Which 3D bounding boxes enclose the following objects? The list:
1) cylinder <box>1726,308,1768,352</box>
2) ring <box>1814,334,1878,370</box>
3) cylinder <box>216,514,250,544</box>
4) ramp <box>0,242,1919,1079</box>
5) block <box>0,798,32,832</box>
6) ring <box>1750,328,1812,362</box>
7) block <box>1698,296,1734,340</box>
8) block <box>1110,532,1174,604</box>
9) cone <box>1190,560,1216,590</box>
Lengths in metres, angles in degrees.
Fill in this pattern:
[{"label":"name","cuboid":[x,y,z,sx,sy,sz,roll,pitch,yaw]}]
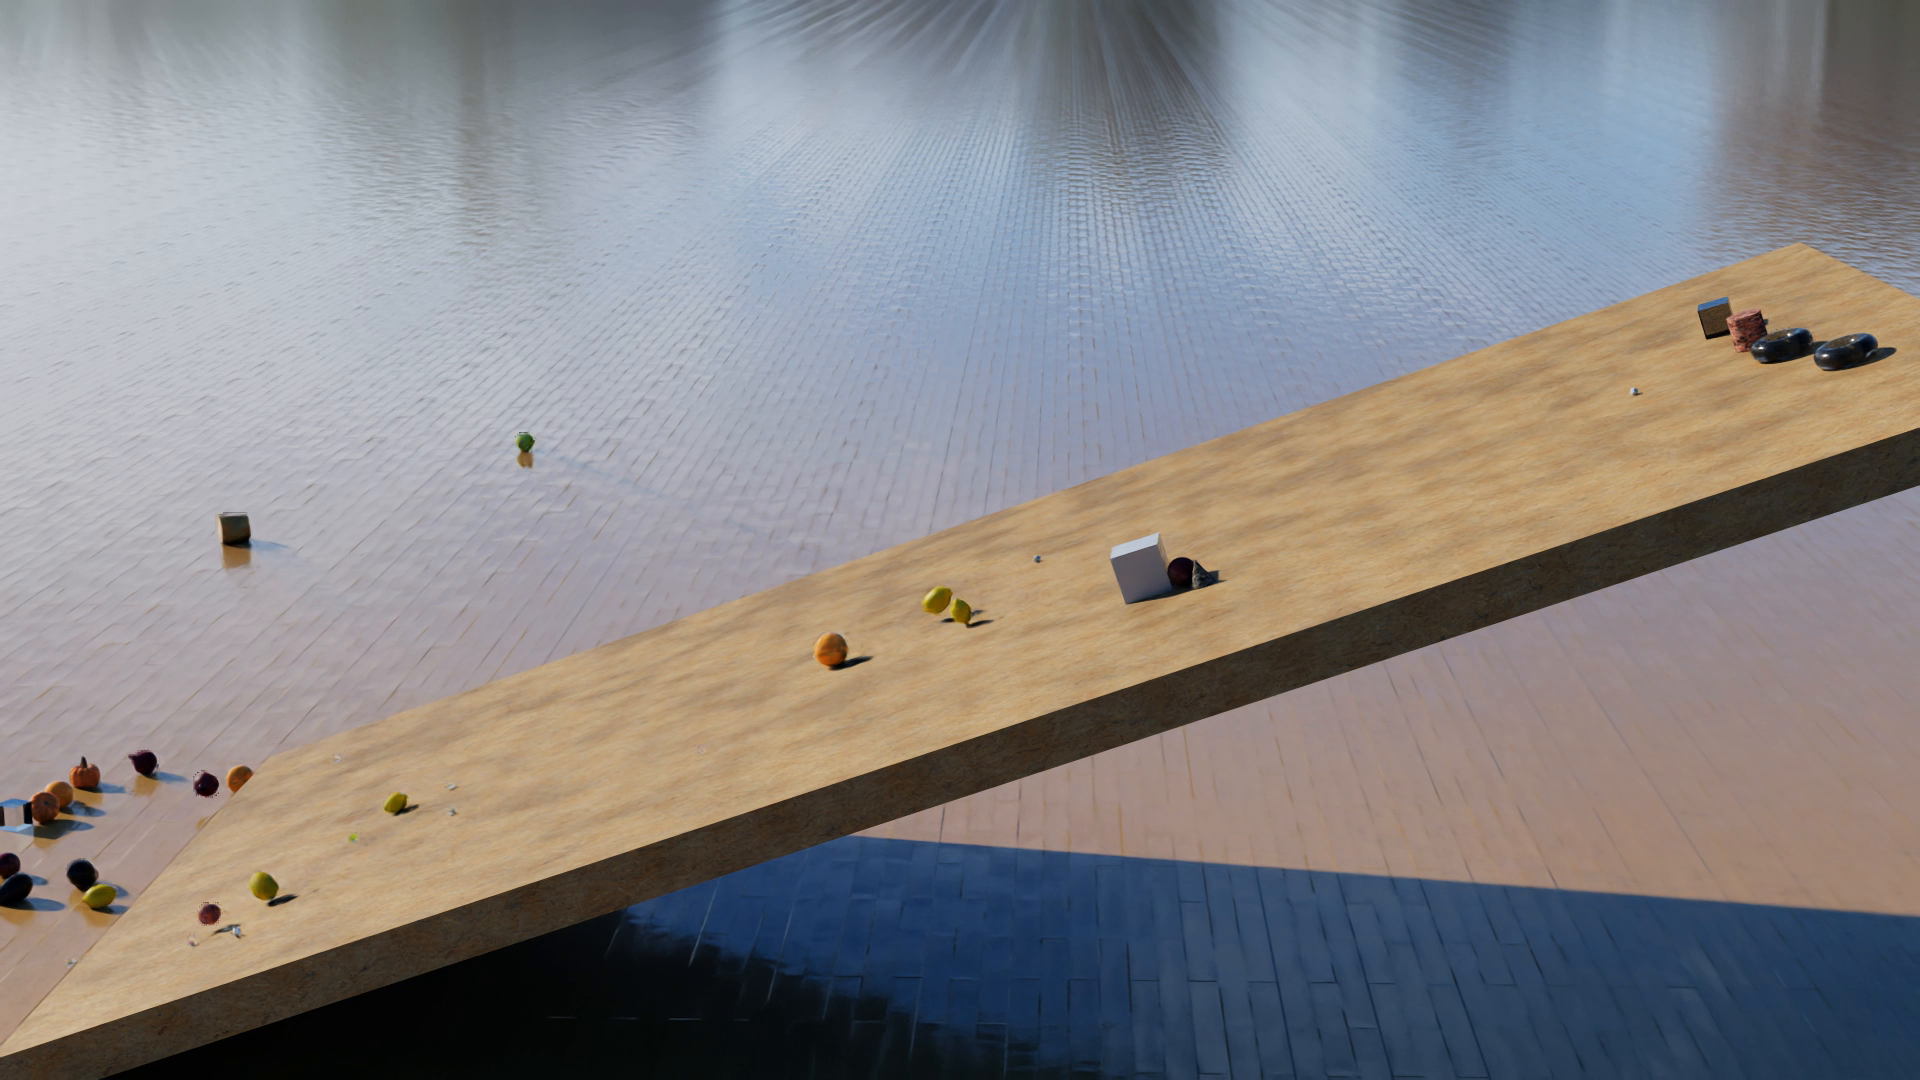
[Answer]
[{"label":"cylinder","cuboid":[1.652,-0.439,6.165,0.072,0.072,0.072,-19,11,4]},{"label":"ring","cuboid":[1.735,-0.369,5.762,0.125,0.042,0.125,-20,11,4]},{"label":"cylinder","cuboid":[-2.567,-0.041,10.390,0.098,0.098,0.098,-6,14,-24]},{"label":"ramp","cuboid":[0.110,0.179,6.302,4.000,0.100,2.000,-19,11,6]},{"label":"block","cuboid":[-2.321,0.675,7.215,0.061,0.061,0.061,5,13,22]},{"label":"ring","cuboid":[1.677,-0.398,6.001,0.127,0.042,0.127,-18,11,3]},{"label":"block","cuboid":[1.648,-0.483,6.400,0.066,0.066,0.066,-16,12,19]},{"label":"block","cuboid":[0.368,0.057,5.921,0.099,0.099,0.099,-18,11,10]},{"label":"cone","cuboid":[0.473,0.063,5.826,0.054,0.054,0.054,-19,11,4]}]
